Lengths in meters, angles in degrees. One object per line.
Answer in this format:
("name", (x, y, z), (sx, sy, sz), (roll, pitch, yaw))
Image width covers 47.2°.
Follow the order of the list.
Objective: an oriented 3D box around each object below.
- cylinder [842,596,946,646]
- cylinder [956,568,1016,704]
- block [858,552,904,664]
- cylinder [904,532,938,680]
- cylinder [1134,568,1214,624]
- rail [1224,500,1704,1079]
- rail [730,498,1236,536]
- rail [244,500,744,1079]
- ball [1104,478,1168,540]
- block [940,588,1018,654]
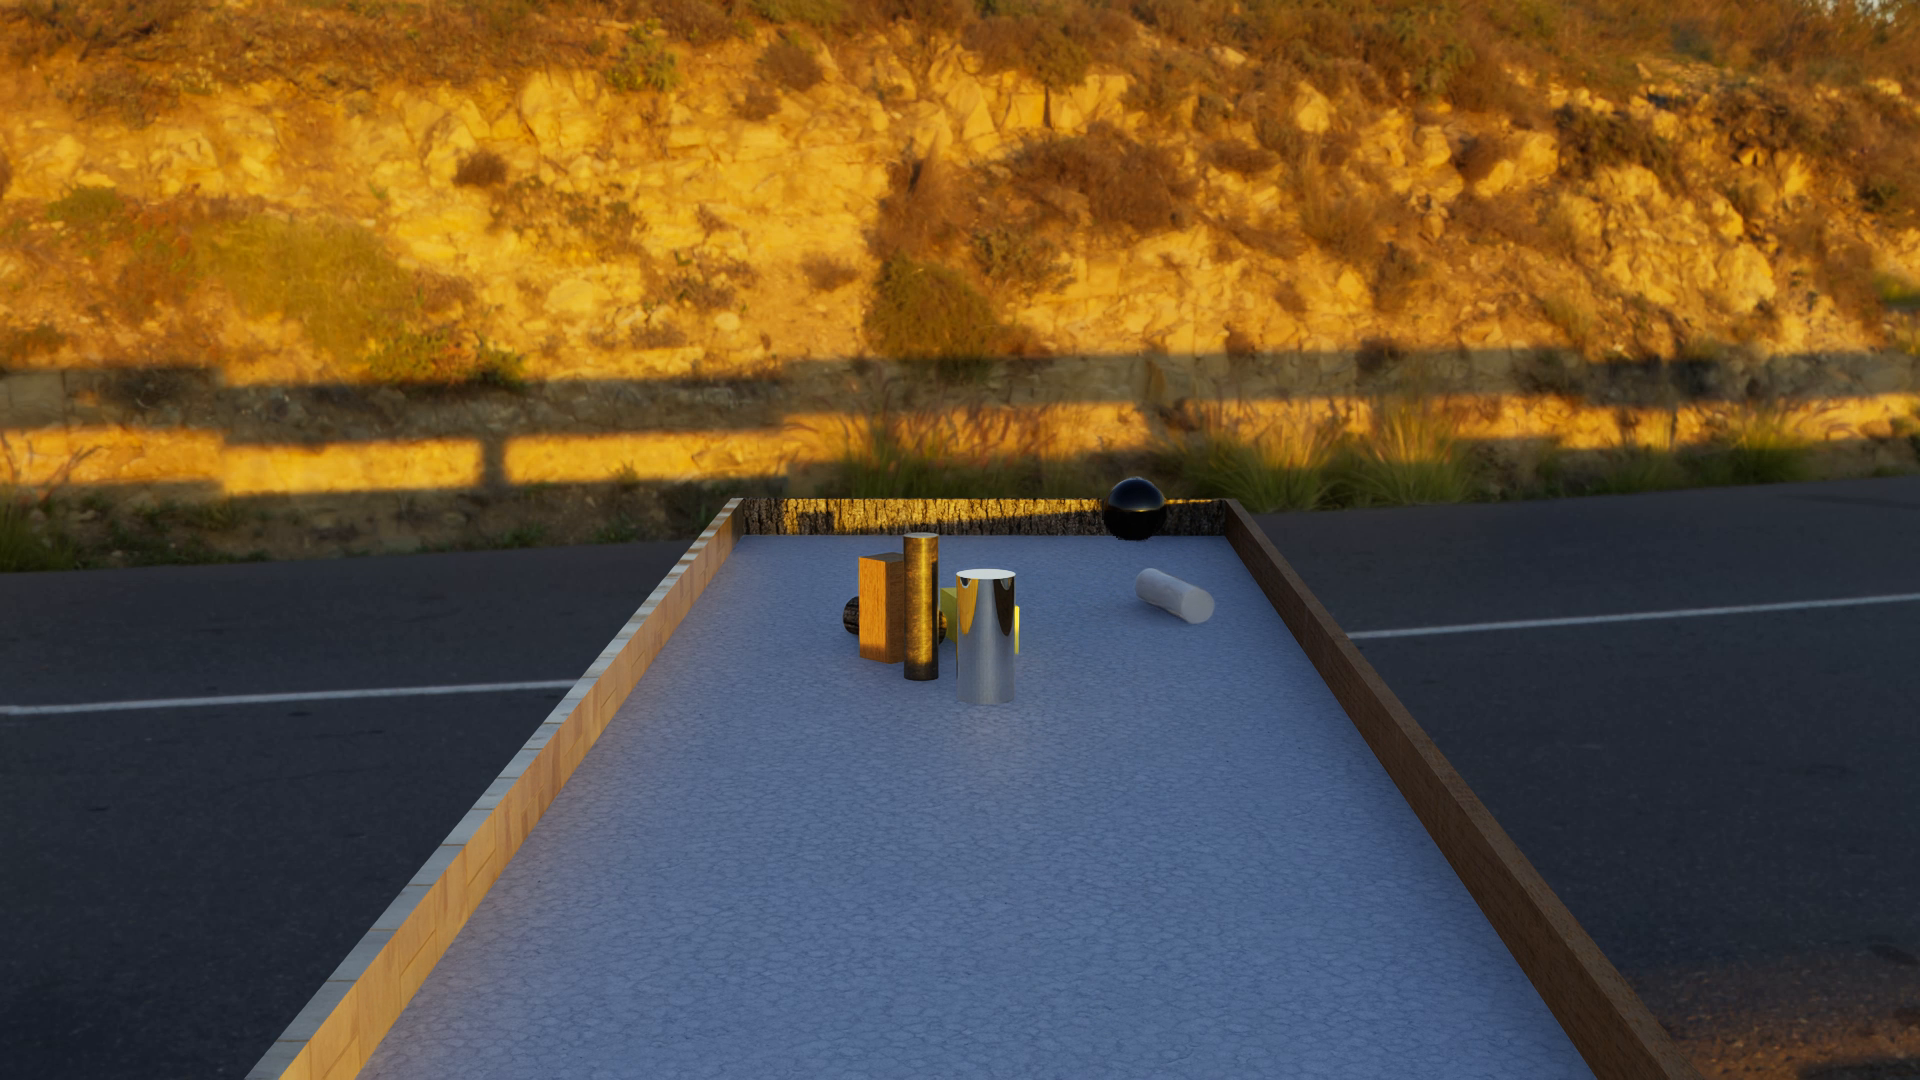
("cylinder", (-0.208, 0.260, 6.981), (0.339, 0.122, 0.122), (8, 12, 41))
("cylinder", (0.073, 0.270, 6.174), (0.165, 0.354, 0.165), (0, 9, 0))
("block", (-0.209, 0.206, 6.717), (0.139, 0.311, 0.139), (-9, 13, -44))
("cylinder", (-0.114, 0.195, 6.432), (0.103, 0.423, 0.103), (0, 9, 0))
("cylinder", (0.723, 0.188, 7.450), (0.118, 0.118, 0.420), (-3, 9, -17))
("rail", (1.046, 0.843, 3.208), (0.050, 0.150, 12.000), (0, 9, 1))
("rail", (0.099, -0.098, 9.147), (2.100, 0.150, 0.050), (0, 9, 1))
("rail", (-1.004, 0.839, 3.234), (0.050, 0.150, 12.000), (0, 9, 1))
("ball", (0.717, -0.126, 8.978), (0.259, 0.259, 0.259), (0, 9, 0))
("block", (0.059, 0.253, 6.946), (0.146, 0.146, 0.379), (-3, 9, -16))
